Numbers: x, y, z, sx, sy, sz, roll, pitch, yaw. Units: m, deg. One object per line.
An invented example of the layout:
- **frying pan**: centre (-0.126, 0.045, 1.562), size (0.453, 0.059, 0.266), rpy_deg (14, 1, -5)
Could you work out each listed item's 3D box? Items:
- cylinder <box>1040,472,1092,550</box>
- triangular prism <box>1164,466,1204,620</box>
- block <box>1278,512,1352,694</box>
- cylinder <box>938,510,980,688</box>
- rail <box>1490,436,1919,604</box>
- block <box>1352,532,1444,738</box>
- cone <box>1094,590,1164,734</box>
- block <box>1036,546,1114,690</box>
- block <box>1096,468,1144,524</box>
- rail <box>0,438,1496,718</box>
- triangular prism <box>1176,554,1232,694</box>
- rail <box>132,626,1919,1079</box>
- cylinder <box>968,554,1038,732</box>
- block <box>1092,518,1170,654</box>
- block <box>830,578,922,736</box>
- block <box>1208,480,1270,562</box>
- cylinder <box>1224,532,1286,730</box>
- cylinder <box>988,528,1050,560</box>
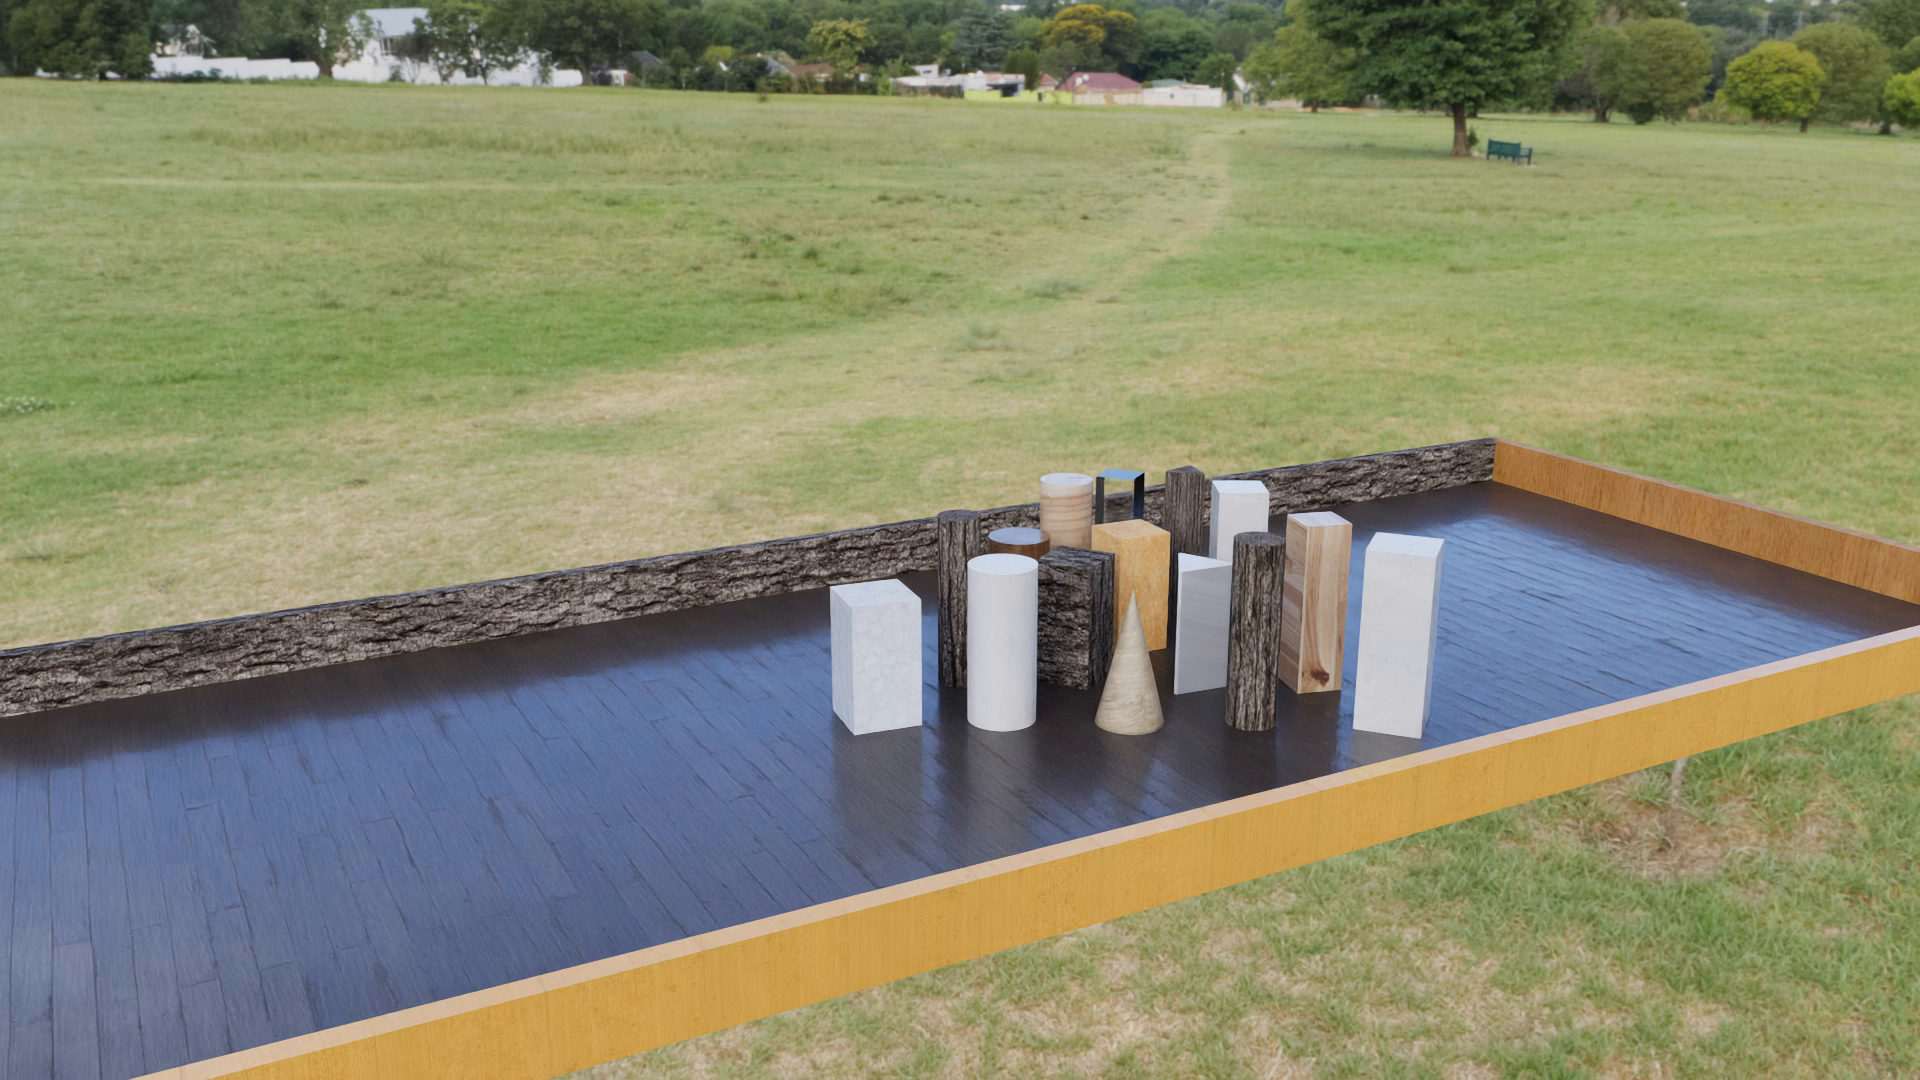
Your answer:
- **cylinder**: centre (0.293, 0.023, 4.573), size (0.144, 0.396, 0.144), rpy_deg (0, 16, 0)
- **triangular prism**: centre (0.624, 0.007, 4.582), size (0.105, 0.422, 0.091), rpy_deg (5, 17, 15)
- **block**: centre (0.875, 0.154, 4.073), size (0.117, 0.428, 0.117), rpy_deg (-4, 17, -13)
- **cylinder**: centre (-0.002, 0.146, 4.096), size (0.106, 0.430, 0.106), rpy_deg (0, 16, 0)
- **rail**: centre (2.466, -0.048, 5.253), size (0.050, 0.150, 2.100), rpy_deg (-9, 18, -27)
- **block**: centre (1.018, 0.220, 3.831), size (0.154, 0.438, 0.154), rpy_deg (7, 18, 21)
- **cone**: centre (0.401, 0.268, 3.852), size (0.165, 0.334, 0.165), rpy_deg (0, 16, 0)
- **block**: centre (0.286, 0.193, 4.139), size (0.150, 0.315, 0.150), rpy_deg (9, 18, 27)
- **block**: centre (0.466, -0.026, 4.835), size (0.110, 0.343, 0.110), rpy_deg (8, 18, 24)
- **rail**: centre (-3.305, 0.497, 3.399), size (12.000, 0.150, 0.050), rpy_deg (-9, 18, -27)
- **triangular prism**: centre (0.576, 0.202, 4.106), size (0.156, 0.317, 0.135), rpy_deg (-7, 18, -22)
- **rail**: centre (-2.336, 1.006, 1.665), size (12.000, 0.150, 0.050), rpy_deg (-9, 18, -27)
- **cylinder**: centre (0.099, 0.239, 3.864), size (0.164, 0.383, 0.164), rpy_deg (0, 16, 0)
- **block**: centre (0.448, 0.124, 4.368), size (0.150, 0.318, 0.150), rpy_deg (-7, 18, -24)
- **block**: centre (-0.197, 0.272, 3.877), size (0.167, 0.311, 0.167), rpy_deg (-6, 18, -20)
- **block**: centre (0.726, 0.072, 4.331), size (0.127, 0.438, 0.127), rpy_deg (0, 16, 0)
- **cylinder**: centre (0.686, 0.212, 3.836), size (0.119, 0.449, 0.119), rpy_deg (0, 16, 0)
- **cylinder**: centre (0.156, 0.134, 4.366), size (0.163, 0.301, 0.163), rpy_deg (0, 16, 0)
